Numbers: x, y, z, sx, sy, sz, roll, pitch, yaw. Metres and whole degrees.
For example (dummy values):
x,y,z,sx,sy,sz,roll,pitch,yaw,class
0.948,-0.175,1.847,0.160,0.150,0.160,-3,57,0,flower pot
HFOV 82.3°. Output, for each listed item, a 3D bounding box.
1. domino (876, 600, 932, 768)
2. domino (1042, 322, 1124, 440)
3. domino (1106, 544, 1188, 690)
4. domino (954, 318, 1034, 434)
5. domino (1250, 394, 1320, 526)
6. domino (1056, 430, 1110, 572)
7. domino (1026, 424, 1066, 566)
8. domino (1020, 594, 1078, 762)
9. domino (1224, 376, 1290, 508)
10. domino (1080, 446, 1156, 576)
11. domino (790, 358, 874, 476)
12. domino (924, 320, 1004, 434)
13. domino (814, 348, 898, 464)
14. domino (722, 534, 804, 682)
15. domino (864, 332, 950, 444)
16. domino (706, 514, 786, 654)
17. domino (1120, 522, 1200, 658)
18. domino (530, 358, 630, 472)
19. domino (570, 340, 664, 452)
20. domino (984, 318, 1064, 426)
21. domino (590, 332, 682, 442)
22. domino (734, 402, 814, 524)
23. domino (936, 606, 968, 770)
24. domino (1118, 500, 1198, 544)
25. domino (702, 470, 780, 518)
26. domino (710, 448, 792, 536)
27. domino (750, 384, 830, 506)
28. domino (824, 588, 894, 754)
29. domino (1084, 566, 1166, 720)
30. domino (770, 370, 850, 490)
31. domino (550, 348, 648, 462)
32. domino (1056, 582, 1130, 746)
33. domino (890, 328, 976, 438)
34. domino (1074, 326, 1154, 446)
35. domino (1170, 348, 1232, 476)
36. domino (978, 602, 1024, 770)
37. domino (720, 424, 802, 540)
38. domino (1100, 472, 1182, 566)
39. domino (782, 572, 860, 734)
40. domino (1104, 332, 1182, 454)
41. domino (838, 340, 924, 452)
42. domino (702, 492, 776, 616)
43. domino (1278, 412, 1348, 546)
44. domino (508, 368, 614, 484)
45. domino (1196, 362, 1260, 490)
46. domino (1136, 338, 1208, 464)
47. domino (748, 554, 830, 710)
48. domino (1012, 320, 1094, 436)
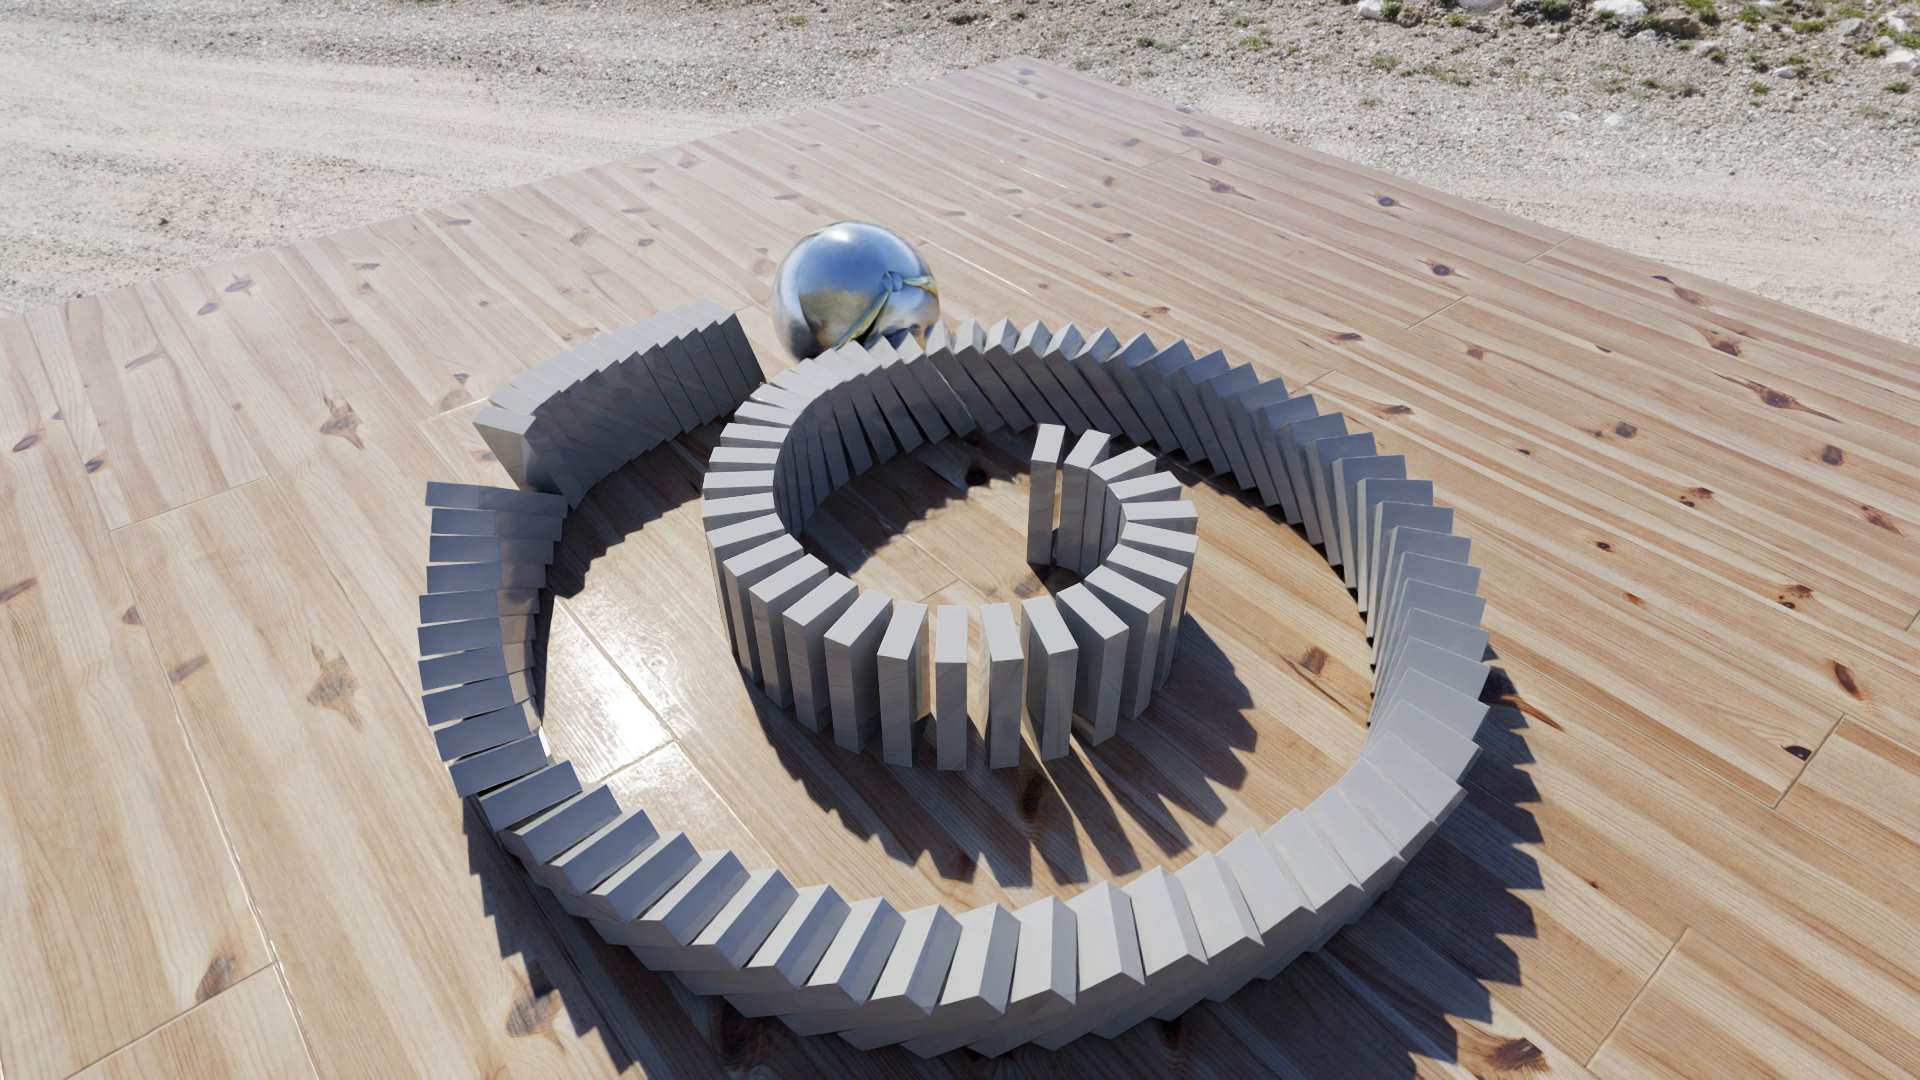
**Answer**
x,y,z,sx,sy,sz,roll,pitch,yaw,class
-0.017,0.047,0.354,0.009,0.050,0.025,9,40,10,domino
0.059,-0.073,0.505,0.009,0.050,0.025,-27,23,37,domino
0.062,0.027,0.378,0.025,0.050,0.009,20,43,23,domino
0.016,-0.076,0.507,0.009,0.050,0.025,-28,33,23,domino
0.142,-0.034,0.459,0.025,0.010,0.050,-16,86,-19,domino
0.048,-0.015,0.430,0.009,0.050,0.025,17,42,19,domino
0.034,-0.018,0.433,0.010,0.050,0.025,7,40,9,domino
0.028,0.045,0.356,0.009,0.050,0.025,-11,41,-13,domino
0.134,-0.042,0.469,0.025,0.009,0.050,-20,88,-23,domino
0.060,-0.009,0.423,0.025,0.050,0.009,-24,45,-26,domino
-0.055,-0.053,0.475,0.009,0.050,0.025,-41,53,-21,domino
0.002,-0.075,0.505,0.010,0.050,0.025,-29,36,17,domino
-0.045,-0.058,0.482,0.009,0.050,0.025,-39,51,-14,domino
-0.066,0.024,0.382,0.025,0.050,0.010,-25,46,-27,domino
-0.024,-0.068,0.495,0.009,0.050,0.025,-36,45,1,domino
-0.073,0.016,0.392,0.025,0.050,0.009,-17,42,-20,domino
0.068,0.018,0.389,0.025,0.050,0.010,12,41,14,domino
-0.164,-0.053,0.476,0.025,0.050,0.009,30,65,31,domino
-0.152,-0.064,0.489,0.025,0.050,0.010,30,65,31,domino
0.031,-0.076,0.508,0.010,0.050,0.025,-26,29,29,domino
-0.145,-0.068,0.494,0.025,0.050,0.009,30,65,31,domino
-0.075,-0.031,0.449,0.025,0.050,0.009,12,43,15,domino
-0.002,0.048,0.353,0.010,0.050,0.025,1,39,1,domino
0.070,0.009,0.401,0.025,0.050,0.010,-3,39,-3,domino
-0.080,-0.003,0.415,0.025,0.050,0.009,-2,39,-3,domino
-0.080,-0.012,0.426,0.025,0.050,0.009,2,39,2,domino
-0.070,-0.039,0.459,0.025,0.050,0.009,20,49,23,domino
-0.032,0.043,0.359,0.009,0.050,0.025,19,43,22,domino
0.053,0.035,0.369,0.025,0.050,0.009,29,47,30,domino
-0.063,-0.046,0.467,0.025,0.050,0.009,28,57,30,domino
-0.158,-0.059,0.483,0.025,0.050,0.009,30,65,31,domino
0.042,0.041,0.361,0.009,0.050,0.025,-22,44,-25,domino
-0.012,-0.071,0.500,0.010,0.050,0.025,-36,43,5,domino
0.074,-0.070,0.502,0.010,0.050,0.025,-26,19,42,domino
0.115,-0.057,0.487,0.025,0.050,0.009,-26,2,-29,domino
0.013,0.047,0.354,0.010,0.050,0.025,-5,40,-6,domino
-0.079,-0.022,0.438,0.025,0.050,0.009,6,40,7,domino
0.067,0.000,0.412,0.025,0.050,0.009,-13,41,-15,domino
-0.044,0.038,0.365,0.010,0.050,0.025,26,46,28,domino
0.088,-0.067,0.499,0.009,0.050,0.025,-25,15,48,domino
-0.035,-0.063,0.489,0.009,0.050,0.025,-38,48,-7,domino
-0.078,0.007,0.403,0.025,0.050,0.010,-8,40,-9,domino
0.150,-0.025,0.449,0.025,0.010,0.050,-13,84,-15,domino
-0.170,-0.048,0.470,0.025,0.050,0.009,30,65,31,domino
0.125,-0.050,0.478,0.025,0.009,0.050,-24,90,-26,domino
0.102,-0.062,0.493,0.025,0.050,0.010,-35,7,-35,domino
-0.056,0.032,0.373,0.025,0.050,0.010,-32,49,-33,domino
0.045,-0.075,0.507,0.010,0.050,0.025,-26,26,34,domino
